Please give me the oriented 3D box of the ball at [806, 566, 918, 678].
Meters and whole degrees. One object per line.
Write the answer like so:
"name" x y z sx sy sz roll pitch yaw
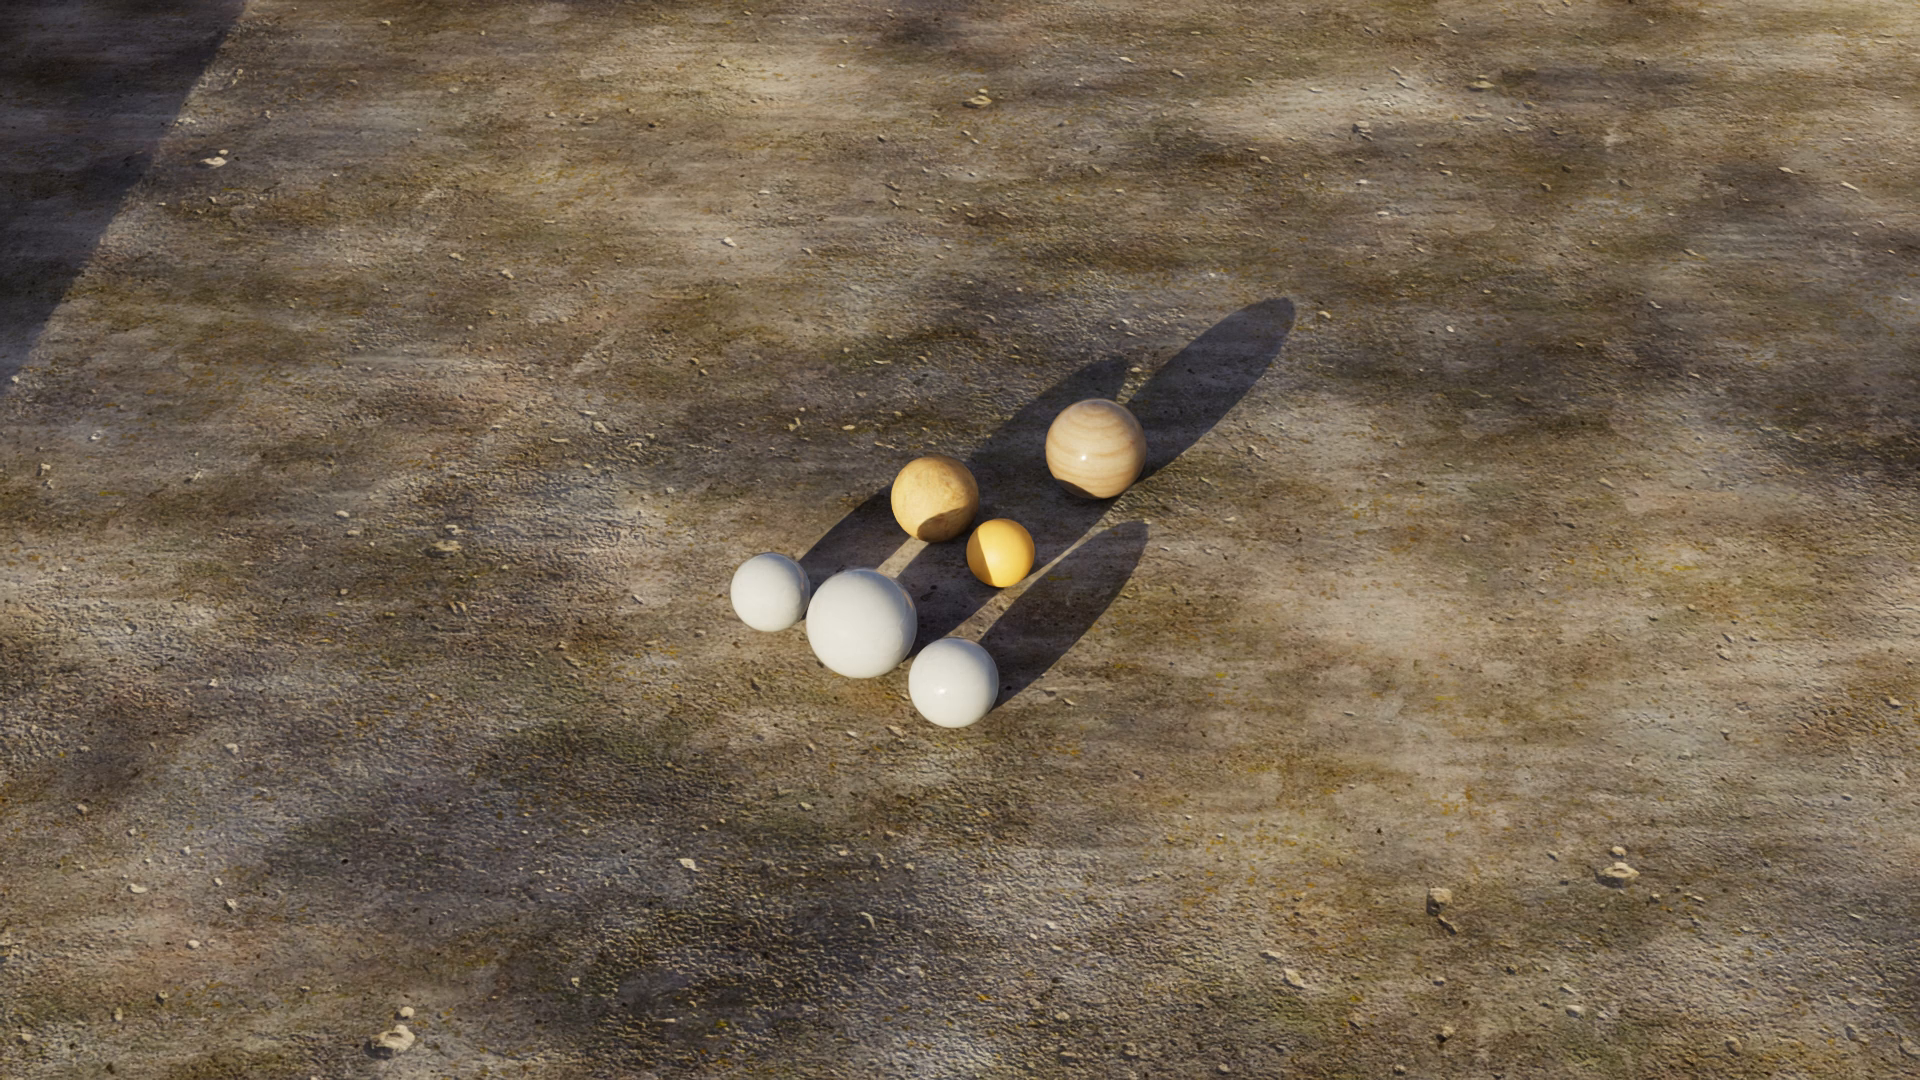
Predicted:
"ball" -0.060 0.051 1.578 0.069 0.069 0.069 0 36 0

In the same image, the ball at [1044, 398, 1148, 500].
"ball" 0.092 -0.062 1.732 0.069 0.069 0.069 0 36 0

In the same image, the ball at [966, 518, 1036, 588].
"ball" 0.026 0.008 1.656 0.045 0.045 0.045 0 36 0

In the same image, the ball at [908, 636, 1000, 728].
"ball" -0.004 0.086 1.542 0.055 0.055 0.055 0 36 0

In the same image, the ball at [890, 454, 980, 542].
"ball" -0.016 -0.027 1.693 0.059 0.059 0.059 0 36 0

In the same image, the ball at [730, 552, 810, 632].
"ball" -0.119 0.033 1.618 0.051 0.051 0.051 0 36 0
